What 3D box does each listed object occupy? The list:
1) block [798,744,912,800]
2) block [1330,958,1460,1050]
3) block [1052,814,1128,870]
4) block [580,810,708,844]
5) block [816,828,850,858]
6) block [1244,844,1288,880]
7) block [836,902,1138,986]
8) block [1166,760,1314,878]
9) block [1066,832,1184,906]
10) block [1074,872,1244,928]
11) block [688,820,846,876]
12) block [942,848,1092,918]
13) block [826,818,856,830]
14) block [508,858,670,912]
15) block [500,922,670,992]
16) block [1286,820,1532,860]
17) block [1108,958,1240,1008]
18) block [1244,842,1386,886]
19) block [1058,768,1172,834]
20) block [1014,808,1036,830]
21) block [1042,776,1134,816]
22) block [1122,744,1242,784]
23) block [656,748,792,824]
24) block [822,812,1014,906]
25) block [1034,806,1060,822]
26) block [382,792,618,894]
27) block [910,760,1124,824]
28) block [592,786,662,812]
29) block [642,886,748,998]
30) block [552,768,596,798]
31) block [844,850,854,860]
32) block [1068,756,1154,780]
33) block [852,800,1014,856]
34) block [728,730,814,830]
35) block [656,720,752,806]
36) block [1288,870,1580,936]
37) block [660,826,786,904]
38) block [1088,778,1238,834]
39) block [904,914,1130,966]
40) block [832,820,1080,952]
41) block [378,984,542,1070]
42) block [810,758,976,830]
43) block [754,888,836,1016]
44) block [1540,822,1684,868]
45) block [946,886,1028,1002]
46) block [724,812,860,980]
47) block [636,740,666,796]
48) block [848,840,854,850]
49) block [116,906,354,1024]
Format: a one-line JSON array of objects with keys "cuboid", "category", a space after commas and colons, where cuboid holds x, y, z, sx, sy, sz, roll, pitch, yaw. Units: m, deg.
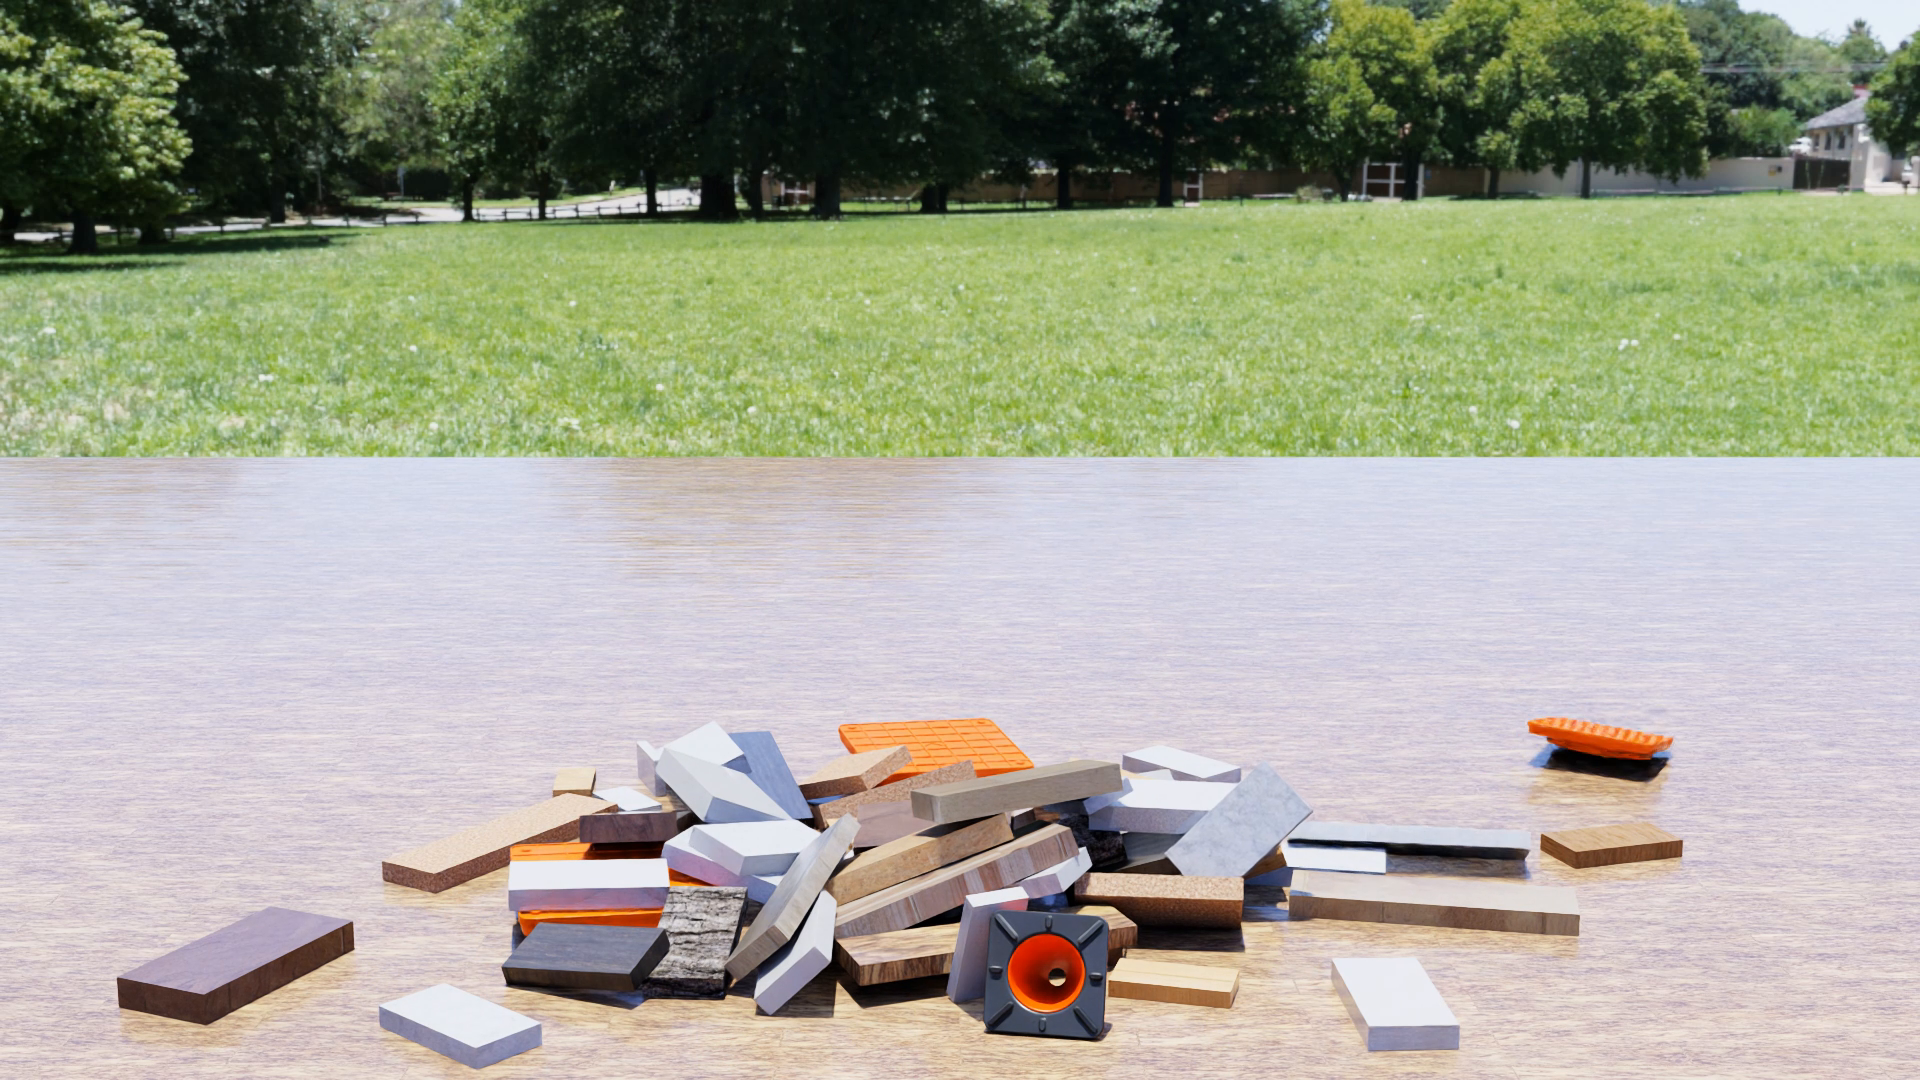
[{"cuboid": [-0.199, 0.436, 4.115, 0.116, 0.033, 0.231, -31, 8, -36], "category": "block"}, {"cuboid": [0.623, 0.665, 3.165, 0.127, 0.036, 0.254, 0, 11, -2], "category": "block"}, {"cuboid": [0.116, 0.530, 3.675, 0.302, 0.043, 0.151, -15, 12, -4], "category": "block"}, {"cuboid": [-0.536, 0.492, 3.793, 0.162, 0.046, 0.331, -2, -6, 4], "category": "block"}, {"cuboid": [-0.173, 0.533, 3.868, 0.136, 0.039, 0.273, 10, 14, 42], "category": "block"}, {"cuboid": [0.453, 0.545, 3.670, 0.175, 0.025, 0.088, -20, 13, 4], "category": "block"}, {"cuboid": [0.042, 0.606, 3.312, 0.444, 0.031, 0.111, -4, 11, -21], "category": "block"}, {"cuboid": [0.451, 0.472, 3.553, 0.111, 0.222, 0.031, 47, 3, 16], "category": "block"}, {"cuboid": [0.317, 0.528, 3.668, 0.302, 0.043, 0.151, -14, 13, 0], "category": "block"}, {"cuboid": [0.314, 0.570, 3.472, 0.261, 0.037, 0.131, 1, -29, 6], "category": "block"}, {"cuboid": [-0.317, 0.508, 3.636, 0.124, 0.035, 0.247, 23, 11, 37], "category": "block"}, {"cuboid": [0.086, 0.537, 3.445, 0.222, 0.031, 0.111, -18, 5, 31], "category": "block"}, {"cuboid": [-0.175, 0.499, 3.830, 0.110, 0.016, 0.055, -2, 11, -11], "category": "block"}, {"cuboid": [-0.587, 0.545, 3.478, 0.247, 0.035, 0.124, 0, 12, -10], "category": "block"}, {"cuboid": [-0.557, 0.620, 3.273, 0.224, 0.032, 0.112, -2, 26, 24], "category": "block"}, {"cuboid": [0.776, 0.522, 3.819, 0.410, 0.031, 0.108, 2, -18, 8], "category": "block"}, {"cuboid": [0.316, 0.655, 3.250, 0.180, 0.025, 0.090, 3, 11, 15], "category": "block"}, {"cuboid": [0.597, 0.556, 3.754, 0.254, 0.036, 0.127, 2, 11, 11], "category": "block"}, {"cuboid": [0.288, 0.484, 3.937, 0.231, 0.116, 0.033, -5, -27, -27], "category": "block"}, {"cuboid": [-0.019, 0.509, 3.733, 0.273, 0.039, 0.136, -20, 13, -24], "category": "block"}, {"cuboid": [0.208, 0.423, 3.659, 0.090, 0.025, 0.180, -26, 5, -21], "category": "block"}, {"cuboid": [0.436, 0.450, 4.337, 0.108, 0.031, 0.217, -9, 14, -41], "category": "block"}, {"cuboid": [-0.417, 0.453, 3.889, 0.162, 0.046, 0.325, 22, 1, -24], "category": "block"}, {"cuboid": [-0.073, 0.502, 3.510, 0.307, 0.043, 0.153, -20, 1, -5], "category": "block"}, {"cuboid": [0.078, 0.488, 4.008, 0.273, 0.039, 0.136, 1, -5, 3], "category": "block"}, {"cuboid": [-0.805, 0.531, 3.889, 0.124, 0.035, 0.461, 7, 12, 32], "category": "block"}, {"cuboid": [0.090, 0.403, 3.534, 0.307, 0.043, 0.153, -8, 0, -18], "category": "block"}, {"cuboid": [-0.625, 0.495, 4.127, 0.072, 0.020, 0.143, -8, 13, -35], "category": "block"}, {"cuboid": [-0.399, 0.606, 3.333, 0.120, 0.034, 0.240, 1, 25, 4], "category": "block"}, {"cuboid": [-0.745, 0.471, 4.252, 0.072, 0.020, 0.143, -1, 11, -5], "category": "block"}, {"cuboid": [-0.189, 0.558, 3.707, 0.014, 0.048, 0.095, 6, 12, 11], "category": "block"}, {"cuboid": [0.291, 0.452, 3.831, 0.231, 0.116, 0.033, 15, 51, 2], "category": "block"}, {"cuboid": [-0.043, 0.482, 3.668, 0.261, 0.037, 0.130, -5, 26, 5], "category": "block"}, {"cuboid": [-0.395, 0.467, 4.218, 0.143, 0.040, 0.597, -2, 11, -12], "category": "block"}, {"cuboid": [-0.503, 0.429, 4.250, 0.143, 0.040, 0.285, -27, 15, -12], "category": "block"}, {"cuboid": [0.768, 0.589, 3.576, 0.454, 0.036, 0.127, 2, 11, 11], "category": "block"}, {"cuboid": [-0.347, 0.543, 3.598, 0.261, 0.037, 0.131, 19, 9, 11], "category": "block"}, {"cuboid": [0.378, 0.446, 3.673, 0.302, 0.043, 0.151, 1, 12, 13], "category": "block"}, {"cuboid": [0.063, 0.616, 3.435, 0.393, 0.034, 0.120, 2, 11, 9], "category": "block"}, {"cuboid": [-0.025, 0.536, 3.418, 0.403, 0.043, 0.153, -20, 4, -16], "category": "block"}, {"cuboid": [-0.703, 0.681, 3.090, 0.224, 0.032, 0.112, 9, 14, 40], "category": "block"}, {"cuboid": [-0.121, 0.458, 3.959, 0.285, 0.040, 0.143, -16, -6, -13], "category": "block"}, {"cuboid": [-0.243, 0.608, 3.268, 0.120, 0.034, 0.240, -42, 9, 7], "category": "block"}, {"cuboid": [1.147, 0.537, 3.872, 0.217, 0.031, 0.108, -3, 11, -17], "category": "block"}, {"cuboid": [0.040, 0.588, 3.193, 0.090, 0.180, 0.026, -5, 33, -26], "category": "block"}, {"cuboid": [-0.254, 0.545, 3.401, 0.112, 0.032, 0.398, -41, 4, 21], "category": "block"}, {"cuboid": [-0.600, 0.443, 4.265, 0.020, 0.072, 0.143, -6, 12, -21], "category": "block"}, {"cuboid": [-0.183, 0.518, 3.807, 0.048, 0.014, 0.095, -7, 13, -34], "category": "block"}, {"cuboid": [-1.082, 0.635, 3.303, 0.162, 0.046, 0.325, 5, 11, 23], "category": "block"}]
